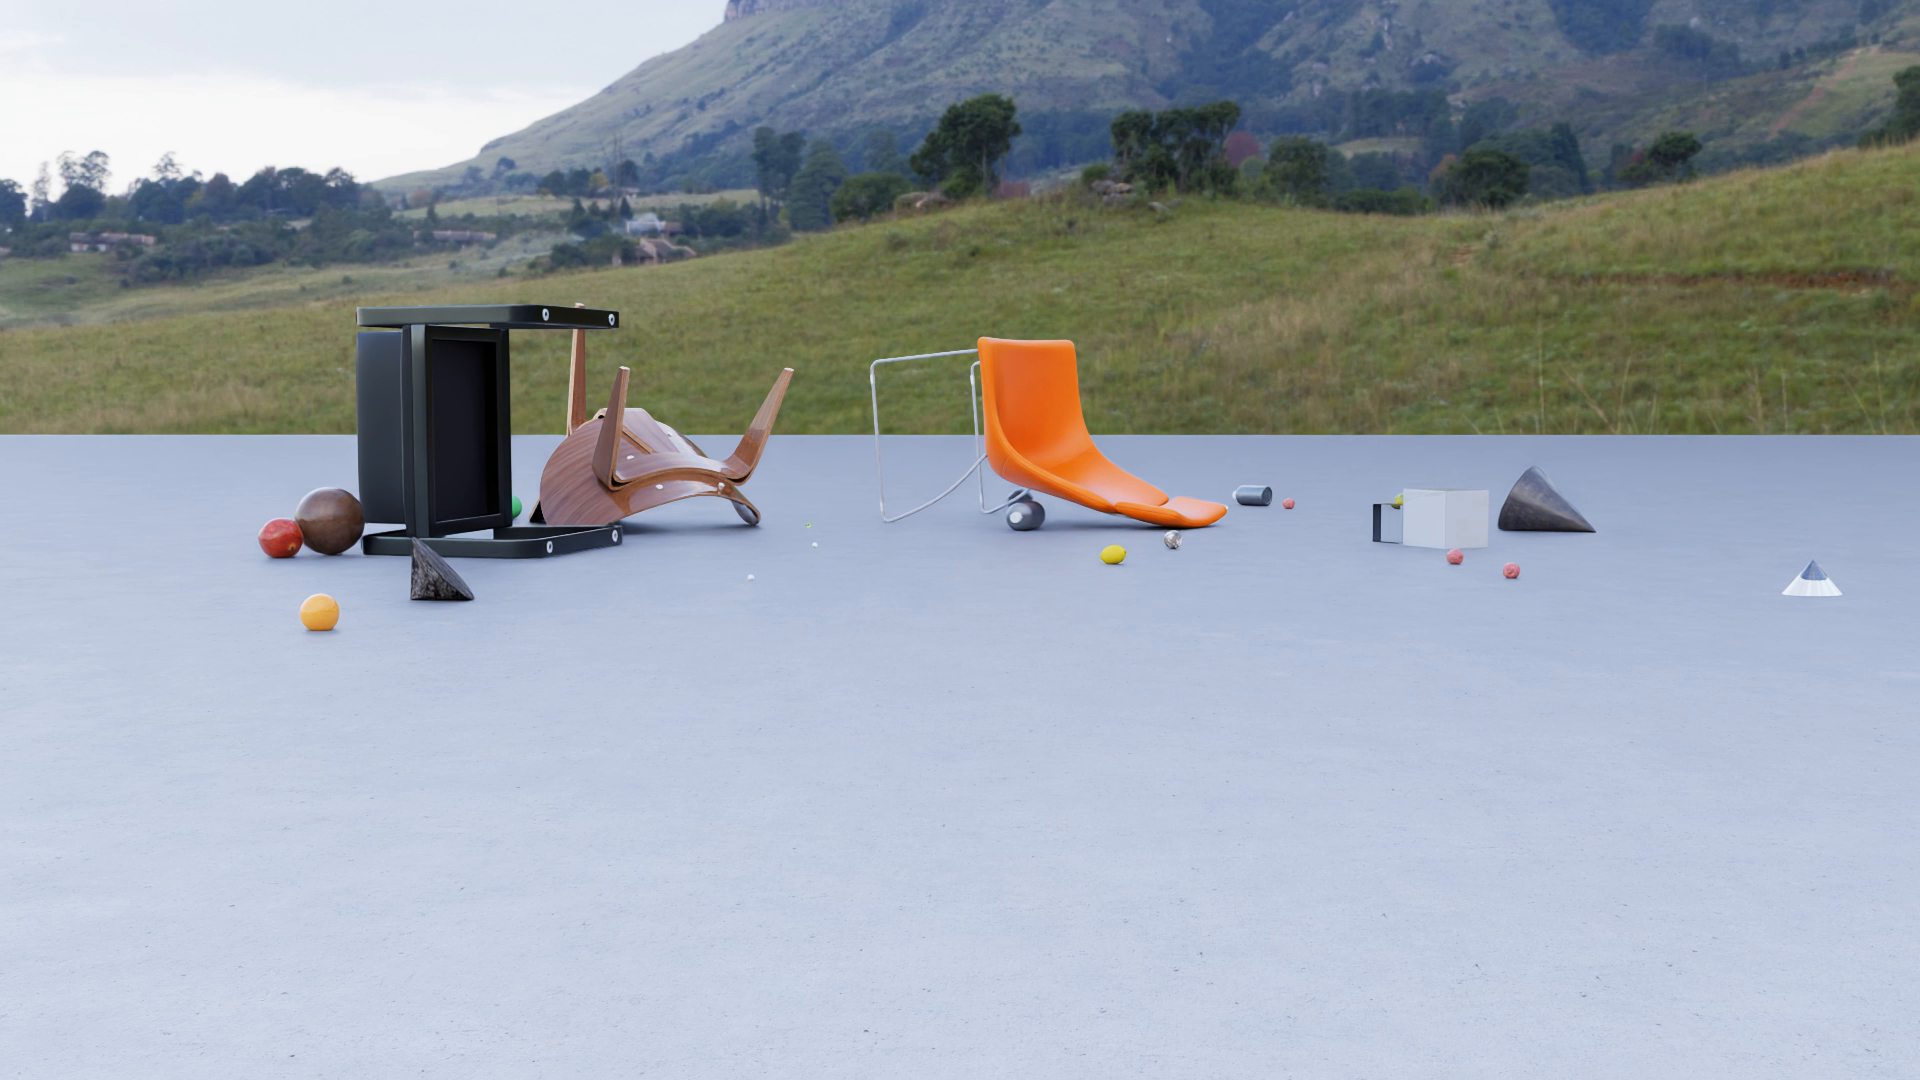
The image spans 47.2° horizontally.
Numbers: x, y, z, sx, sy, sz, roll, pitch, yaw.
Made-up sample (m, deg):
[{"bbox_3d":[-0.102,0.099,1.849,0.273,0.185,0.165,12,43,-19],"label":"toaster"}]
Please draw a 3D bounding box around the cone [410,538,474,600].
[{"bbox_3d":[-1.136,0.094,4.684,0.097,0.185,0.178,-44,3,-1],"label":"cone"}]

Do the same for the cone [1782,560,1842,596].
[{"bbox_3d":[1.871,0.080,4.827,0.139,0.076,0.112,-2,4,-24],"label":"cone"}]

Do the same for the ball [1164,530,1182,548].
[{"bbox_3d":[0.599,-0.001,6.188,0.052,0.052,0.052,0,4,0],"label":"ball"}]

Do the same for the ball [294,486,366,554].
[{"bbox_3d":[-1.708,-0.052,5.961,0.185,0.185,0.185,0,4,0],"label":"ball"}]

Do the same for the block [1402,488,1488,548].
[{"bbox_3d":[1.388,-0.064,6.289,0.157,0.162,0.184,-2,4,-27],"label":"block"}]

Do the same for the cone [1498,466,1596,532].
[{"bbox_3d":[1.889,-0.079,6.948,0.273,0.204,0.272,28,46,28],"label":"cone"}]

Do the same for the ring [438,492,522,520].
[{"bbox_3d":[-1.666,-0.117,7.628,0.361,0.087,0.231,4,7,40],"label":"ring"}]

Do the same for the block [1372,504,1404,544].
[{"bbox_3d":[1.273,-0.049,6.443,0.067,0.111,0.110,-3,5,-34],"label":"block"}]
